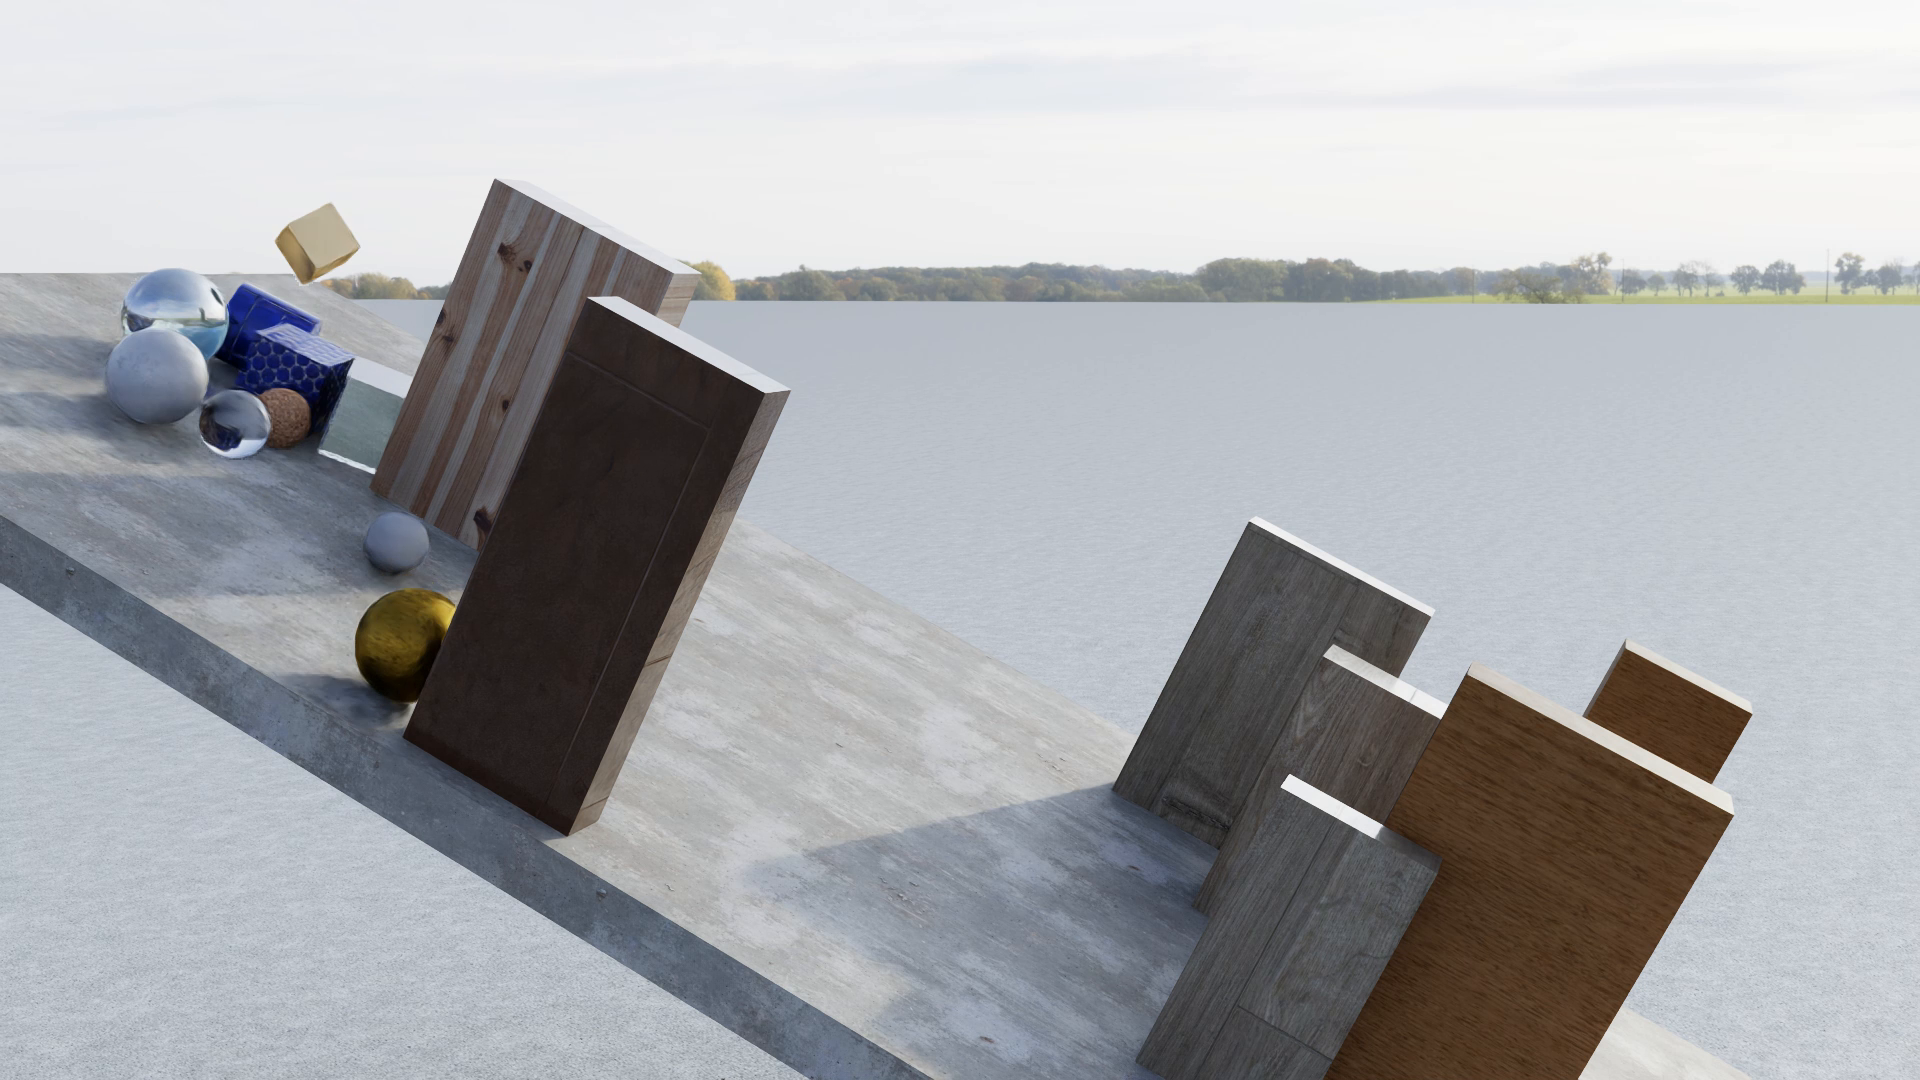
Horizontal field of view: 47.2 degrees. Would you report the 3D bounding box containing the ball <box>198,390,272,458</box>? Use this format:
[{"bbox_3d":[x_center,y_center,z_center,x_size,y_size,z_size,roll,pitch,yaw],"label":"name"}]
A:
[{"bbox_3d":[-1.351,-0.216,4.097,0.129,0.129,0.129,0,7,0],"label":"ball"}]

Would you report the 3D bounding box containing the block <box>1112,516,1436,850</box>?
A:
[{"bbox_3d":[0.638,0.331,4.513,0.408,0.638,0.090,29,14,12],"label":"block"}]

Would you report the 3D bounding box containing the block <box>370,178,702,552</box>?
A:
[{"bbox_3d":[-0.821,-0.303,4.229,0.407,0.662,0.125,29,14,12],"label":"block"}]

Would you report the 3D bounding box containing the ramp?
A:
[{"bbox_3d":[-0.250,0.422,4.162,4.000,0.100,2.000,29,14,12],"label":"ramp"}]

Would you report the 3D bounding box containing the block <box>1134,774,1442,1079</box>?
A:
[{"bbox_3d":[0.502,0.647,3.380,0.261,0.502,0.089,29,14,12],"label":"block"}]

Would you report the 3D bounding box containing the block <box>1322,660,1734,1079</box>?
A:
[{"bbox_3d":[0.806,0.632,3.415,0.431,0.769,0.132,29,14,12],"label":"block"}]

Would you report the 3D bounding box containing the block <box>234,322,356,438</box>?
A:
[{"bbox_3d":[-1.342,-0.321,4.431,0.162,0.162,0.162,26,14,0],"label":"block"}]

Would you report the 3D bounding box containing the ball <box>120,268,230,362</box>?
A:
[{"bbox_3d":[-1.566,-0.441,4.389,0.205,0.205,0.205,0,7,0],"label":"ball"}]

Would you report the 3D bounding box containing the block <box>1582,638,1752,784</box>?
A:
[{"bbox_3d":[1.351,0.595,4.621,0.279,0.722,0.135,29,14,12],"label":"block"}]

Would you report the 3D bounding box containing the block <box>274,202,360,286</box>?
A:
[{"bbox_3d":[-1.338,-0.617,4.577,0.109,0.109,0.109,-37,8,-33],"label":"block"}]

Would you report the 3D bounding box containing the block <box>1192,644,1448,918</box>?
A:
[{"bbox_3d":[0.761,0.548,4.117,0.440,0.547,0.137,29,14,12],"label":"block"}]

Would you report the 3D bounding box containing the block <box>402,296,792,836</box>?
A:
[{"bbox_3d":[-0.546,0.041,3.269,0.305,0.741,0.101,29,14,12],"label":"block"}]

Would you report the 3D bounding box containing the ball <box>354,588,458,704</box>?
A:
[{"bbox_3d":[-0.854,0.165,3.438,0.180,0.180,0.180,0,7,0],"label":"ball"}]

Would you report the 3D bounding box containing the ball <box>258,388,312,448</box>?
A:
[{"bbox_3d":[-1.316,-0.236,4.258,0.117,0.117,0.117,0,7,0],"label":"ball"}]

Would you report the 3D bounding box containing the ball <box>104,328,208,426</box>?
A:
[{"bbox_3d":[-1.485,-0.303,4.068,0.180,0.180,0.180,0,7,0],"label":"ball"}]

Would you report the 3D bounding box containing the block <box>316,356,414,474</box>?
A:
[{"bbox_3d":[-1.173,-0.244,4.430,0.169,0.169,0.169,22,14,-15],"label":"block"}]

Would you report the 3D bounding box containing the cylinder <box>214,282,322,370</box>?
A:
[{"bbox_3d":[-1.447,-0.423,4.583,0.170,0.170,0.170,27,2,-10],"label":"cylinder"}]

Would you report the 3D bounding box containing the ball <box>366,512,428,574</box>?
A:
[{"bbox_3d":[-1.005,0.005,3.926,0.111,0.111,0.111,0,7,0],"label":"ball"}]
